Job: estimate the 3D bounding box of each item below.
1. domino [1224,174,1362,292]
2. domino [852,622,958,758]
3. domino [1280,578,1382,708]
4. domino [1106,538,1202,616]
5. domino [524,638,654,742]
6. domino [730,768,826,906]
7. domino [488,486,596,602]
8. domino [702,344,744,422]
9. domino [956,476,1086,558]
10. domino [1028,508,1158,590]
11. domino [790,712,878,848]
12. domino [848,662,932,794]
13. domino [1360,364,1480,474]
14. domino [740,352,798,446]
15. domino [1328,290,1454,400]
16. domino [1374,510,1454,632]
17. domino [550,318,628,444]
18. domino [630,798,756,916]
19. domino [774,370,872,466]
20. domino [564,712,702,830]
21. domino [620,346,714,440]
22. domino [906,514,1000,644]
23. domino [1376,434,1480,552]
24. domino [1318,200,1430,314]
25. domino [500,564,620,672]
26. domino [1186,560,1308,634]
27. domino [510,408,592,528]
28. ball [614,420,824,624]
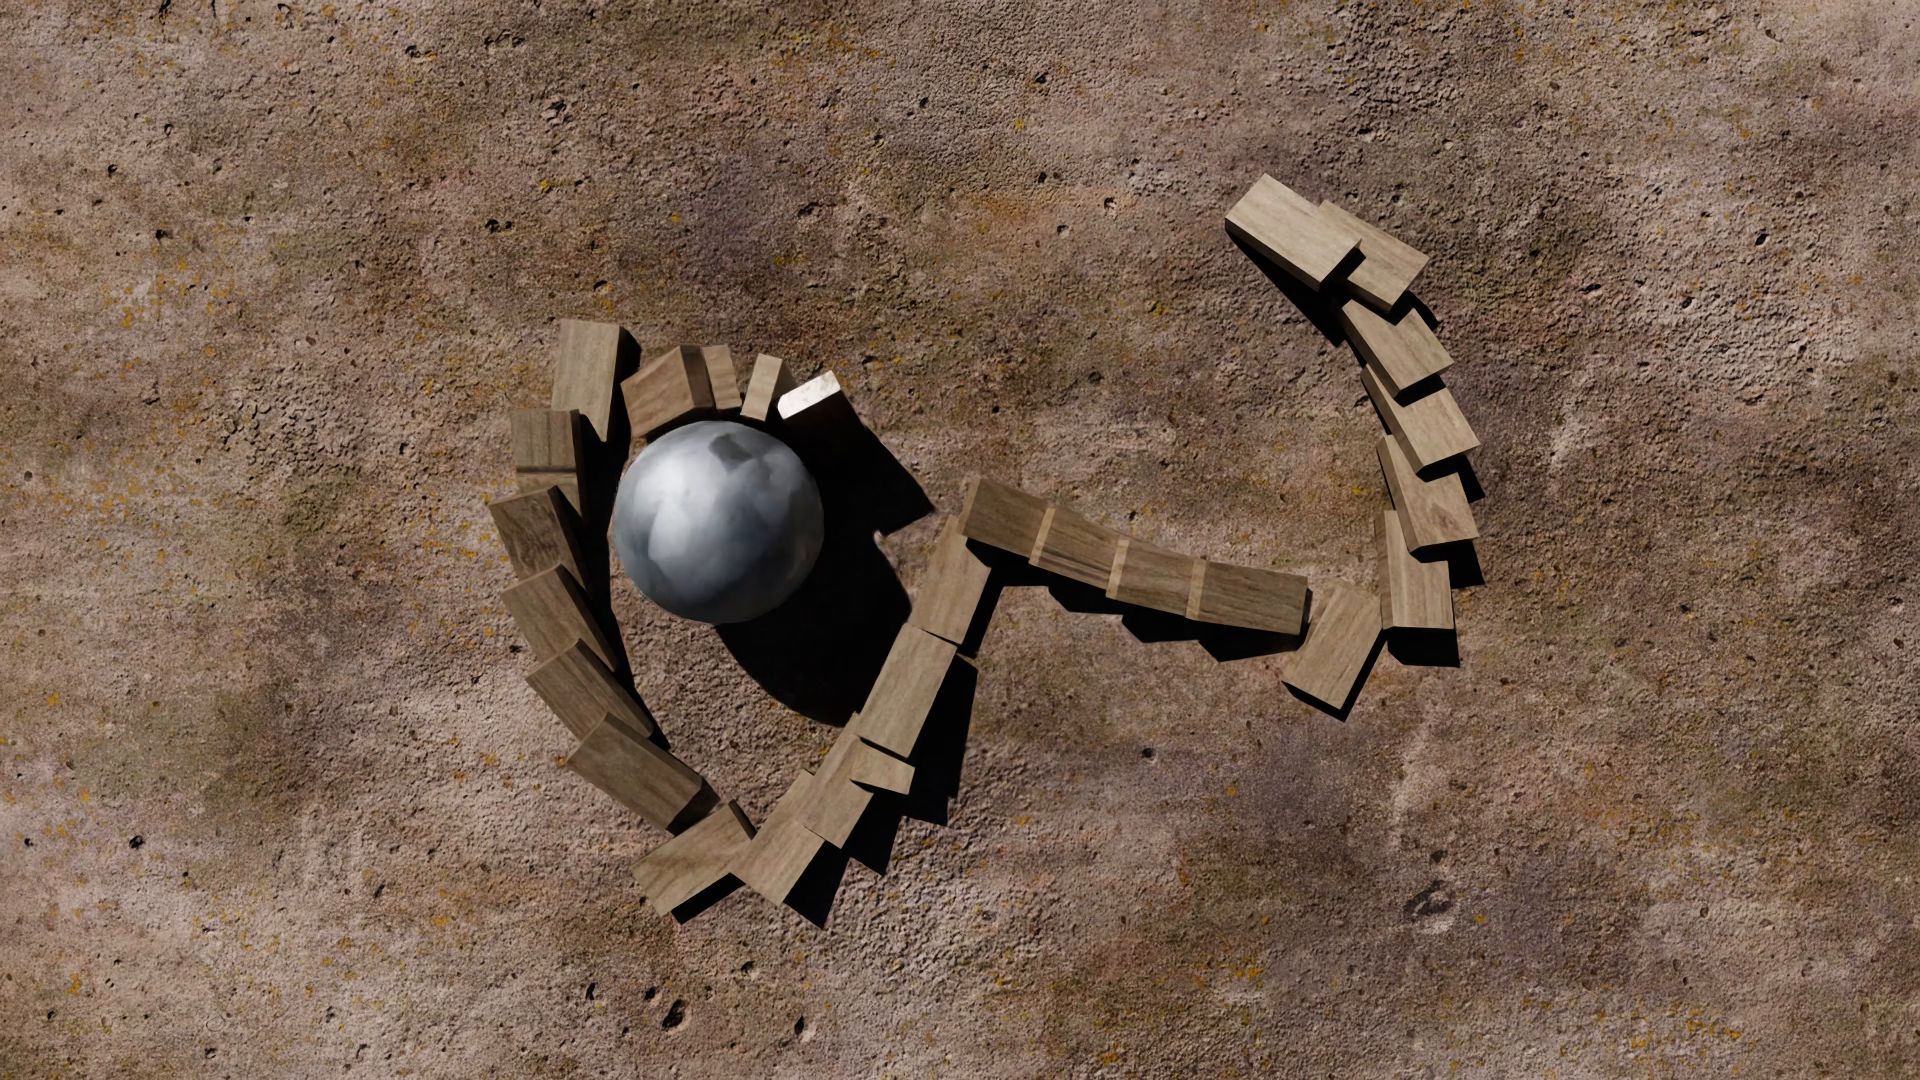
[{"bbox_3d":[0.140,-0.130,0.387,0.050,0.010,0.025,43,92,19],"label":"domino"},{"bbox_3d":[-0.023,0.063,0.383,0.025,0.010,0.050,26,72,-2],"label":"domino"},{"bbox_3d":[0.162,0.044,0.395,0.025,0.009,0.050,27,90,0],"label":"domino"},{"bbox_3d":[0.089,0.018,0.388,0.050,0.010,0.025,14,90,-17],"label":"domino"},{"bbox_3d":[-0.156,0.069,0.388,0.025,0.009,0.050,-34,107,1],"label":"domino"},{"bbox_3d":[-0.072,0.125,0.389,0.025,0.010,0.050,36,75,0],"label":"domino"},{"bbox_3d":[-0.176,0.005,0.388,0.025,0.009,0.050,-14,108,0],"label":"domino"},{"bbox_3d":[-0.096,-0.059,0.374,0.009,0.050,0.025,-13,85,-14],"label":"domino"},{"bbox_3d":[0.026,-0.007,0.387,0.050,0.009,0.025,18,90,-20],"label":"domino"},{"bbox_3d":[0.057,0.006,0.388,0.050,0.009,0.025,19,90,-17],"label":"domino"},{"bbox_3d":[-0.048,0.101,0.388,0.025,0.010,0.050,32,73,0],"label":"domino"},{"bbox_3d":[-0.028,0.079,0.387,0.025,0.010,0.050,17,73,-5],"label":"domino"},{"bbox_3d":[0.194,-0.056,0.388,0.025,0.010,0.050,-21,73,0],"label":"domino"},{"bbox_3d":[-0.076,-0.055,0.374,0.010,0.050,0.025,14,83,1],"label":"domino"},{"bbox_3d":[0.182,-0.087,0.388,0.025,0.010,0.050,-27,73,0],"label":"domino"},{"bbox_3d":[0.192,0.013,0.389,0.025,0.009,0.050,3,75,0],"label":"domino"},{"bbox_3d":[-0.160,-0.068,0.395,0.025,0.009,0.050,7,90,0],"label":"domino"},{"bbox_3d":[-0.113,0.137,0.395,0.050,0.010,0.025,-33,90,0],"label":"domino"},{"bbox_3d":[-0.055,-0.049,0.375,0.025,0.050,0.009,-27,71,0],"label":"domino"},{"bbox_3d":[-0.137,0.098,0.388,0.050,0.009,0.025,42,92,-16],"label":"domino"},{"bbox_3d":[-0.122,-0.060,0.380,0.050,0.009,0.025,-14,90,43],"label":"domino"},{"bbox_3d":[-0.002,0.017,0.395,0.025,0.010,0.050,21,90,0],"label":"domino"},{"bbox_3d":[0.197,-0.022,0.388,0.025,0.009,0.050,-9,73,0],"label":"domino"},{"bbox_3d":[0.168,-0.120,0.388,0.050,0.009,0.025,39,90,18],"label":"domino"},{"bbox_3d":[-0.169,0.038,0.388,0.025,0.010,0.050,-24,107,0],"label":"domino"},{"bbox_3d":[0.122,0.024,0.388,0.050,0.010,0.025,9,90,-17],"label":"domino"},{"bbox_3d":[-0.174,-0.030,0.389,0.025,0.010,0.050,0,105,0],"label":"domino"},{"bbox_3d":[-0.094,-0.007,0.360,0.080,0.080,0.080,0,90,0],"label":"ball"}]
